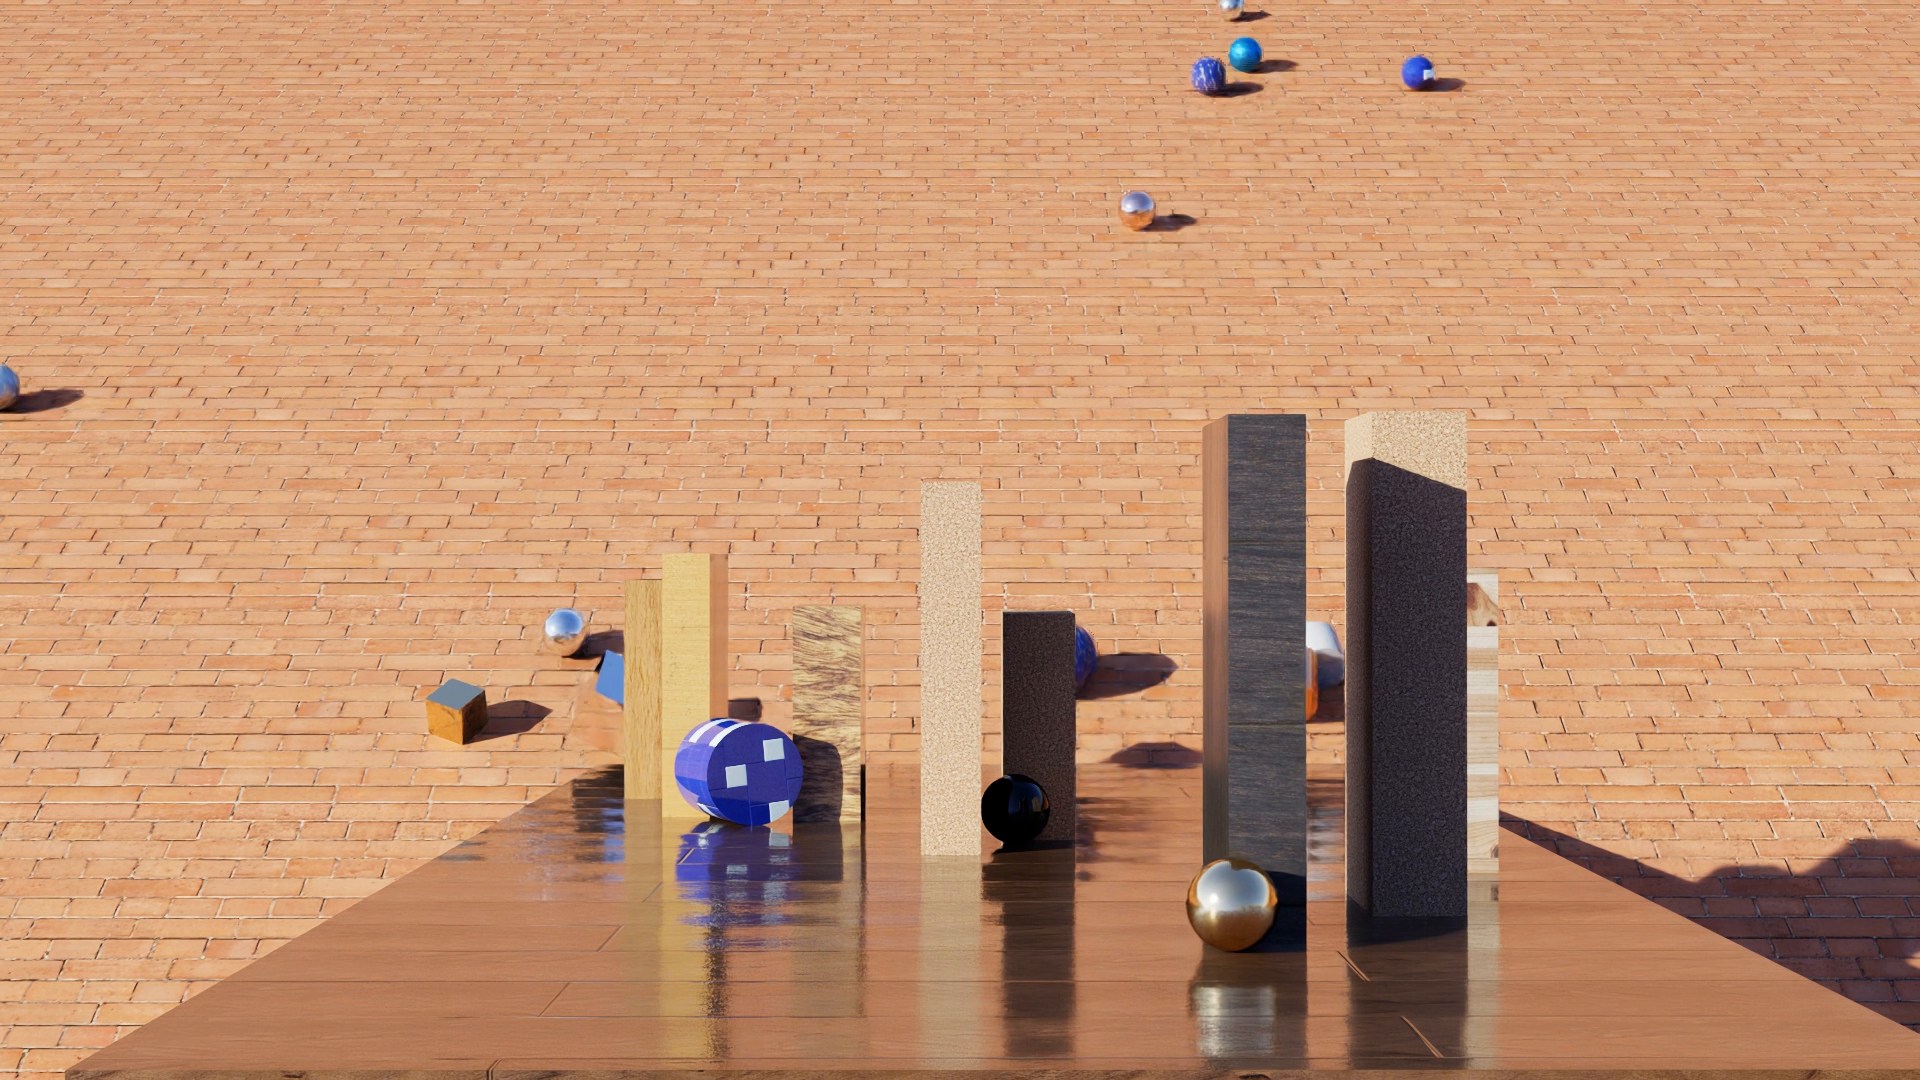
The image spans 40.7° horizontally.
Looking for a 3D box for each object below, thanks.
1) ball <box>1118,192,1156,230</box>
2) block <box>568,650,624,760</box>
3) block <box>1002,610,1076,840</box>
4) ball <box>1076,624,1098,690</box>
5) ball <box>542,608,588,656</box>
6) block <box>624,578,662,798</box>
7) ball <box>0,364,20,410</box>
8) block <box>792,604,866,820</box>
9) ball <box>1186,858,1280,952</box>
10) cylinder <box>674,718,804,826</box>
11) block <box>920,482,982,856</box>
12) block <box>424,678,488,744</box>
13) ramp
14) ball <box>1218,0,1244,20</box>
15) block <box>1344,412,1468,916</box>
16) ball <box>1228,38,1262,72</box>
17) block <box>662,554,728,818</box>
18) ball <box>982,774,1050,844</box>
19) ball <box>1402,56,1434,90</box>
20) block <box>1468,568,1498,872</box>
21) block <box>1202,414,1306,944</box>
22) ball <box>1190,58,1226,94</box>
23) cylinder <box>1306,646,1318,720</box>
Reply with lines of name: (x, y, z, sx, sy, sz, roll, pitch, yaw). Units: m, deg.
ball: (0.666, -1.237, 9.725, 0.145, 0.145, 0.145, 0, 31, 0)
block: (-0.906, 0.437, 6.844, 0.174, 0.174, 0.174, 26, 34, -13)
block: (0.151, 0.354, 5.055, 0.134, 0.426, 0.344, 0, 0, 0)
ball: (0.274, 0.319, 7.088, 0.202, 0.202, 0.202, 0, 31, 0)
ball: (-1.107, 0.259, 7.256, 0.132, 0.132, 0.132, 0, 31, 0)
block: (-0.694, 0.331, 5.903, 0.095, 0.483, 0.365, 0, 0, 0)
ball: (-3.164, -0.503, 8.496, 0.155, 0.155, 0.155, 0, 31, 0)
block: (-0.270, 0.352, 5.386, 0.137, 0.434, 0.292, 0, 0, 0)
ball: (0.369, 0.493, 3.501, 0.126, 0.126, 0.126, 0, 31, 0)
cylinder: (-0.449, 0.467, 5.236, 0.204, 0.204, 0.204, -15, 6, -24)
block: (-0.016, 0.231, 4.801, 0.107, 0.669, 0.327, 0, 0, 0)
block: (-1.348, 0.460, 6.942, 0.113, 0.113, 0.113, 16, 35, 25)
ramp: (0.069, 0.614, 4.689, 2.000, 0.100, 4.000, 0, 0, 0)
ball: (1.225, -2.408, 11.692, 0.117, 0.117, 0.117, 0, 31, 0)
block: (0.683, 0.184, 3.981, 0.141, 0.749, 0.271, 0, 0, 0)
ball: (1.226, -2.088, 11.136, 0.144, 0.144, 0.144, 0, 31, 0)
block: (-0.563, 0.300, 5.537, 0.097, 0.541, 0.435, 0, 0, 0)
ball: (0.103, 0.500, 4.817, 0.130, 0.130, 0.130, 0, 31, 0)
ball: (1.937, -1.974, 10.951, 0.140, 0.140, 0.140, 0, 31, 0)
block: (0.866, 0.306, 4.591, 0.085, 0.514, 0.435, 0, 0, 0)
block: (0.423, 0.192, 3.753, 0.108, 0.730, 0.375, 0, 0, 0)
ball: (1.046, -1.950, 10.900, 0.151, 0.151, 0.151, 0, 31, 0)
cylinder: (0.887, 0.386, 6.991, 0.158, 0.158, 0.158, 3, 43, 5)
